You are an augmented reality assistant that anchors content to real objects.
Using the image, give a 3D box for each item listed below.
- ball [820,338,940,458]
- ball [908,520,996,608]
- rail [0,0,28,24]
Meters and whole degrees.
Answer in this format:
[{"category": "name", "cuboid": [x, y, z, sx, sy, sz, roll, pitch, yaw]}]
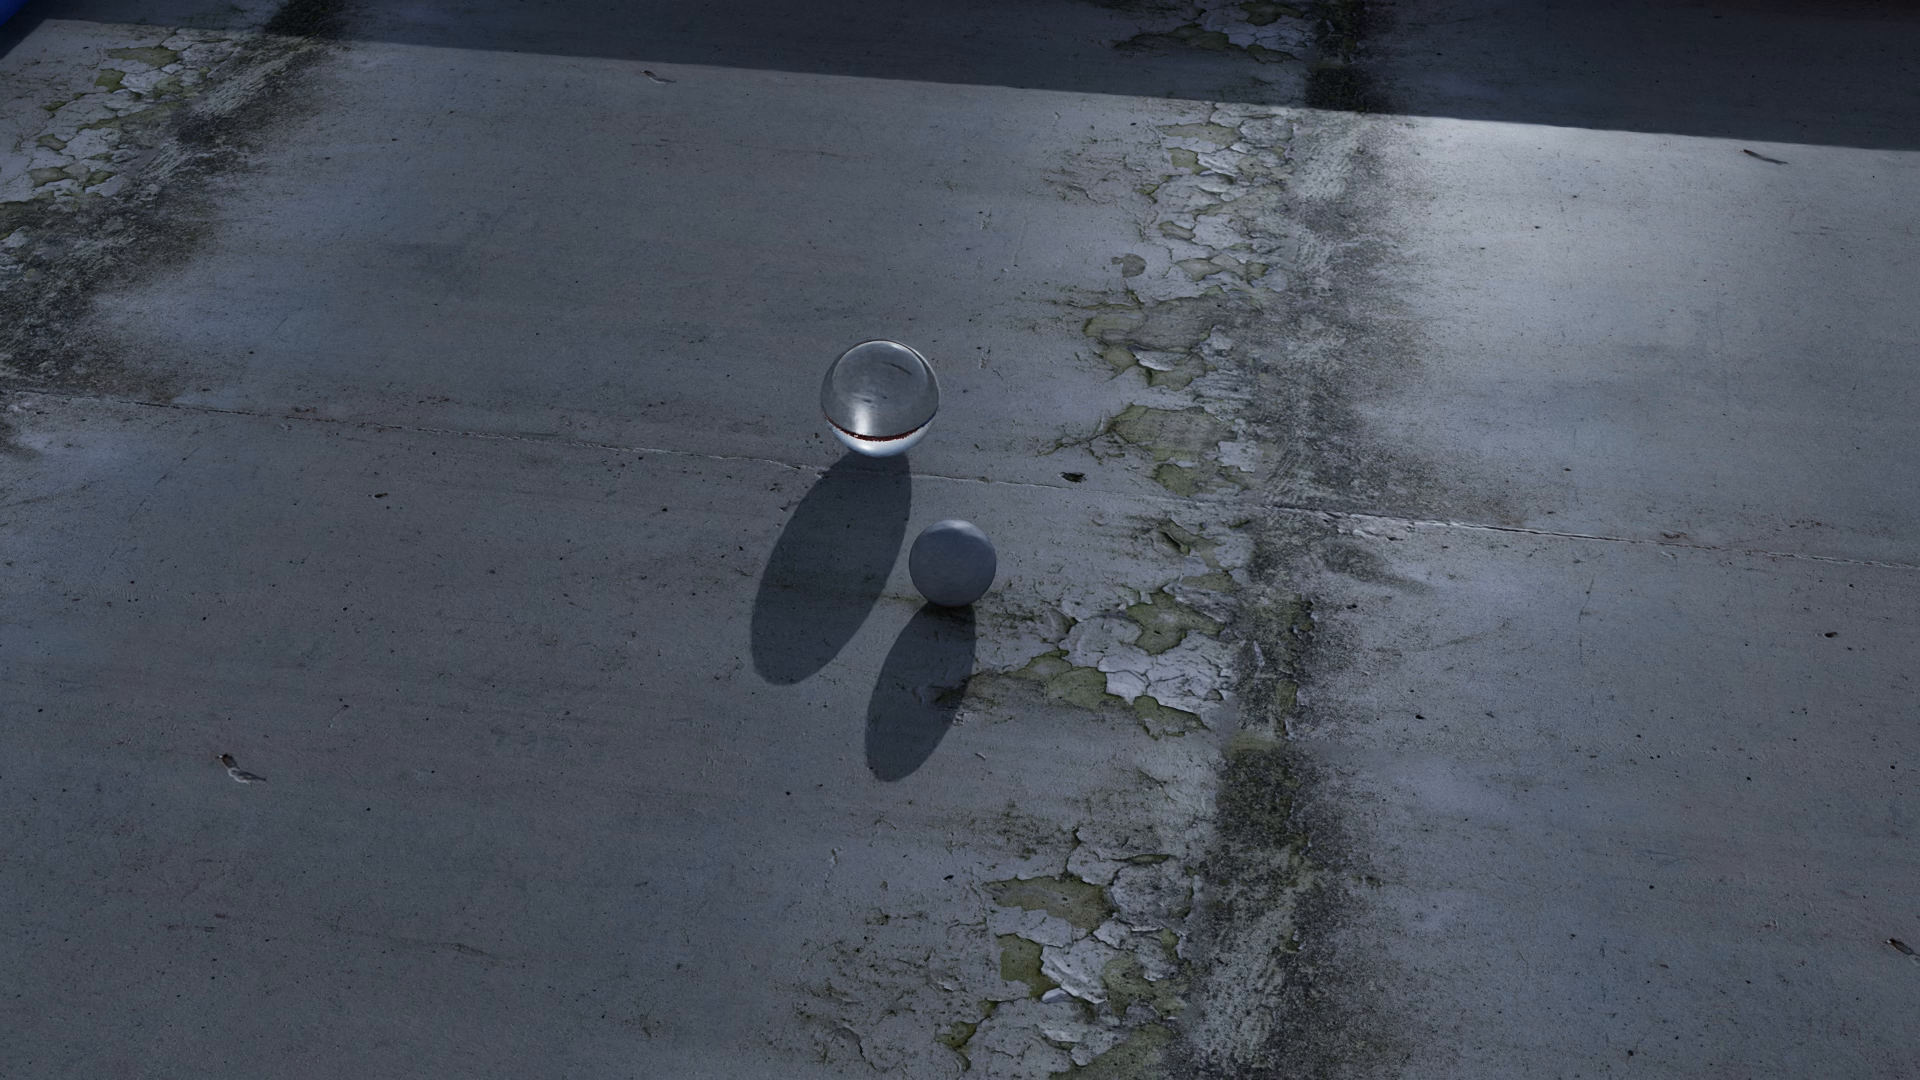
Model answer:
[{"category": "ball", "cuboid": [-0.058, -0.102, 1.850, 0.086, 0.086, 0.086, 0, 35, 0]}, {"category": "ball", "cuboid": [-0.005, 0.016, 1.708, 0.059, 0.059, 0.059, 0, 35, 0]}, {"category": "rail", "cuboid": [-1.027, -0.115, 1.844, 0.045, 0.112, 2.277, 5, 36, 8]}]
